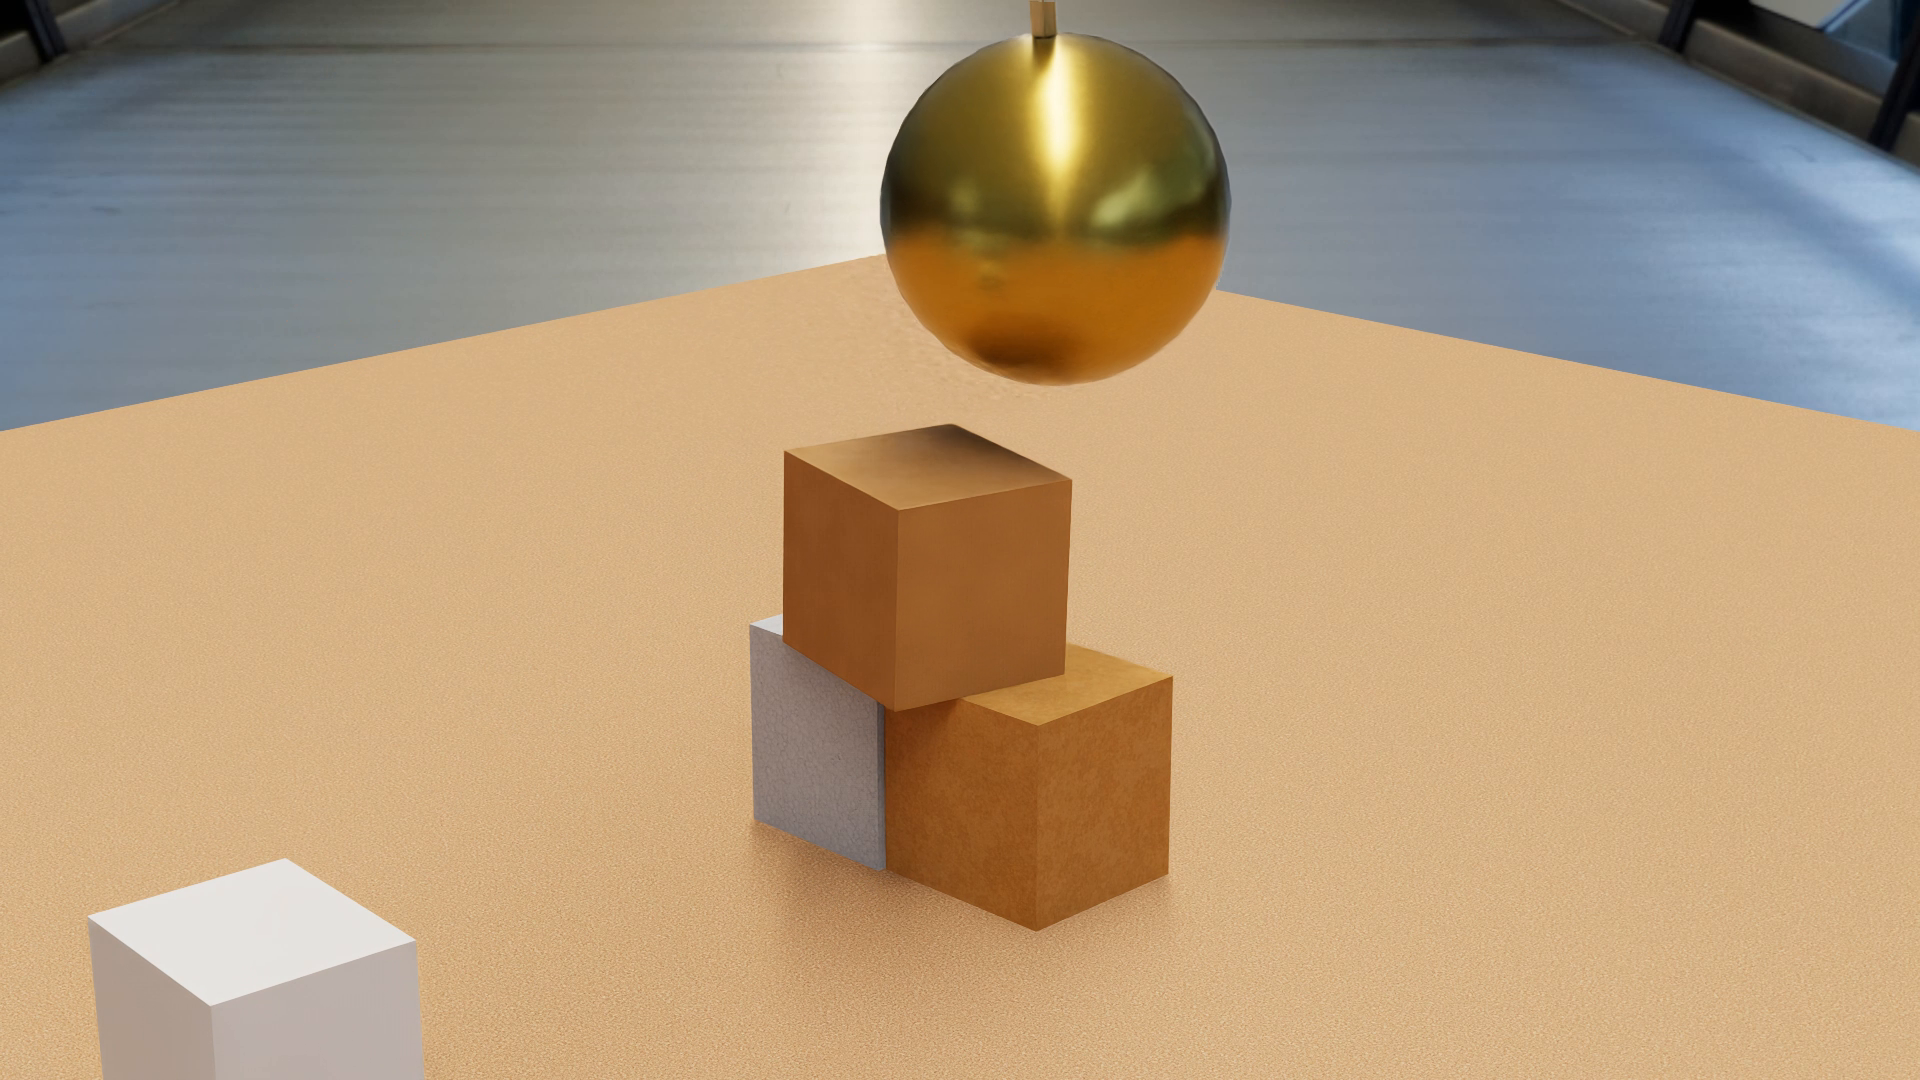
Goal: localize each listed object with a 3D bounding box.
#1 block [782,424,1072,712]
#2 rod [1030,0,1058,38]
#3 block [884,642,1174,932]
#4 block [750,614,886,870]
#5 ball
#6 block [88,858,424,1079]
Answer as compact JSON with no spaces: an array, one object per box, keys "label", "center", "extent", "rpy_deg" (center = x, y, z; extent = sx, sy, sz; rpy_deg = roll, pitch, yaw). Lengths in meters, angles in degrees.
[{"label":"block","center":[-0.161,0.101,13.190],"extent":[0.902,0.923,0.971],"rpy_deg":[-11,22,-32]},{"label":"rod","center":[0.188,-4.653,12.076],"extent":[0.080,5.200,0.080],"rpy_deg":[17,30,42]},{"label":"block","center":[0.308,1.064,13.346],"extent":[0.881,0.967,0.956],"rpy_deg":[-17,24,-42]},{"label":"block","center":[-0.346,0.857,13.965],"extent":[0.956,0.990,0.869],"rpy_deg":[-17,24,-42]},{"label":"ball","center":[0.433,-1.500,13.324],"extent":[1.600,1.600,1.600],"rpy_deg":[0,17,0]},{"label":"block","center":[-2.652,1.847,11.076],"extent":[0.830,0.834,0.992],"rpy_deg":[-14,23,-38]}]
